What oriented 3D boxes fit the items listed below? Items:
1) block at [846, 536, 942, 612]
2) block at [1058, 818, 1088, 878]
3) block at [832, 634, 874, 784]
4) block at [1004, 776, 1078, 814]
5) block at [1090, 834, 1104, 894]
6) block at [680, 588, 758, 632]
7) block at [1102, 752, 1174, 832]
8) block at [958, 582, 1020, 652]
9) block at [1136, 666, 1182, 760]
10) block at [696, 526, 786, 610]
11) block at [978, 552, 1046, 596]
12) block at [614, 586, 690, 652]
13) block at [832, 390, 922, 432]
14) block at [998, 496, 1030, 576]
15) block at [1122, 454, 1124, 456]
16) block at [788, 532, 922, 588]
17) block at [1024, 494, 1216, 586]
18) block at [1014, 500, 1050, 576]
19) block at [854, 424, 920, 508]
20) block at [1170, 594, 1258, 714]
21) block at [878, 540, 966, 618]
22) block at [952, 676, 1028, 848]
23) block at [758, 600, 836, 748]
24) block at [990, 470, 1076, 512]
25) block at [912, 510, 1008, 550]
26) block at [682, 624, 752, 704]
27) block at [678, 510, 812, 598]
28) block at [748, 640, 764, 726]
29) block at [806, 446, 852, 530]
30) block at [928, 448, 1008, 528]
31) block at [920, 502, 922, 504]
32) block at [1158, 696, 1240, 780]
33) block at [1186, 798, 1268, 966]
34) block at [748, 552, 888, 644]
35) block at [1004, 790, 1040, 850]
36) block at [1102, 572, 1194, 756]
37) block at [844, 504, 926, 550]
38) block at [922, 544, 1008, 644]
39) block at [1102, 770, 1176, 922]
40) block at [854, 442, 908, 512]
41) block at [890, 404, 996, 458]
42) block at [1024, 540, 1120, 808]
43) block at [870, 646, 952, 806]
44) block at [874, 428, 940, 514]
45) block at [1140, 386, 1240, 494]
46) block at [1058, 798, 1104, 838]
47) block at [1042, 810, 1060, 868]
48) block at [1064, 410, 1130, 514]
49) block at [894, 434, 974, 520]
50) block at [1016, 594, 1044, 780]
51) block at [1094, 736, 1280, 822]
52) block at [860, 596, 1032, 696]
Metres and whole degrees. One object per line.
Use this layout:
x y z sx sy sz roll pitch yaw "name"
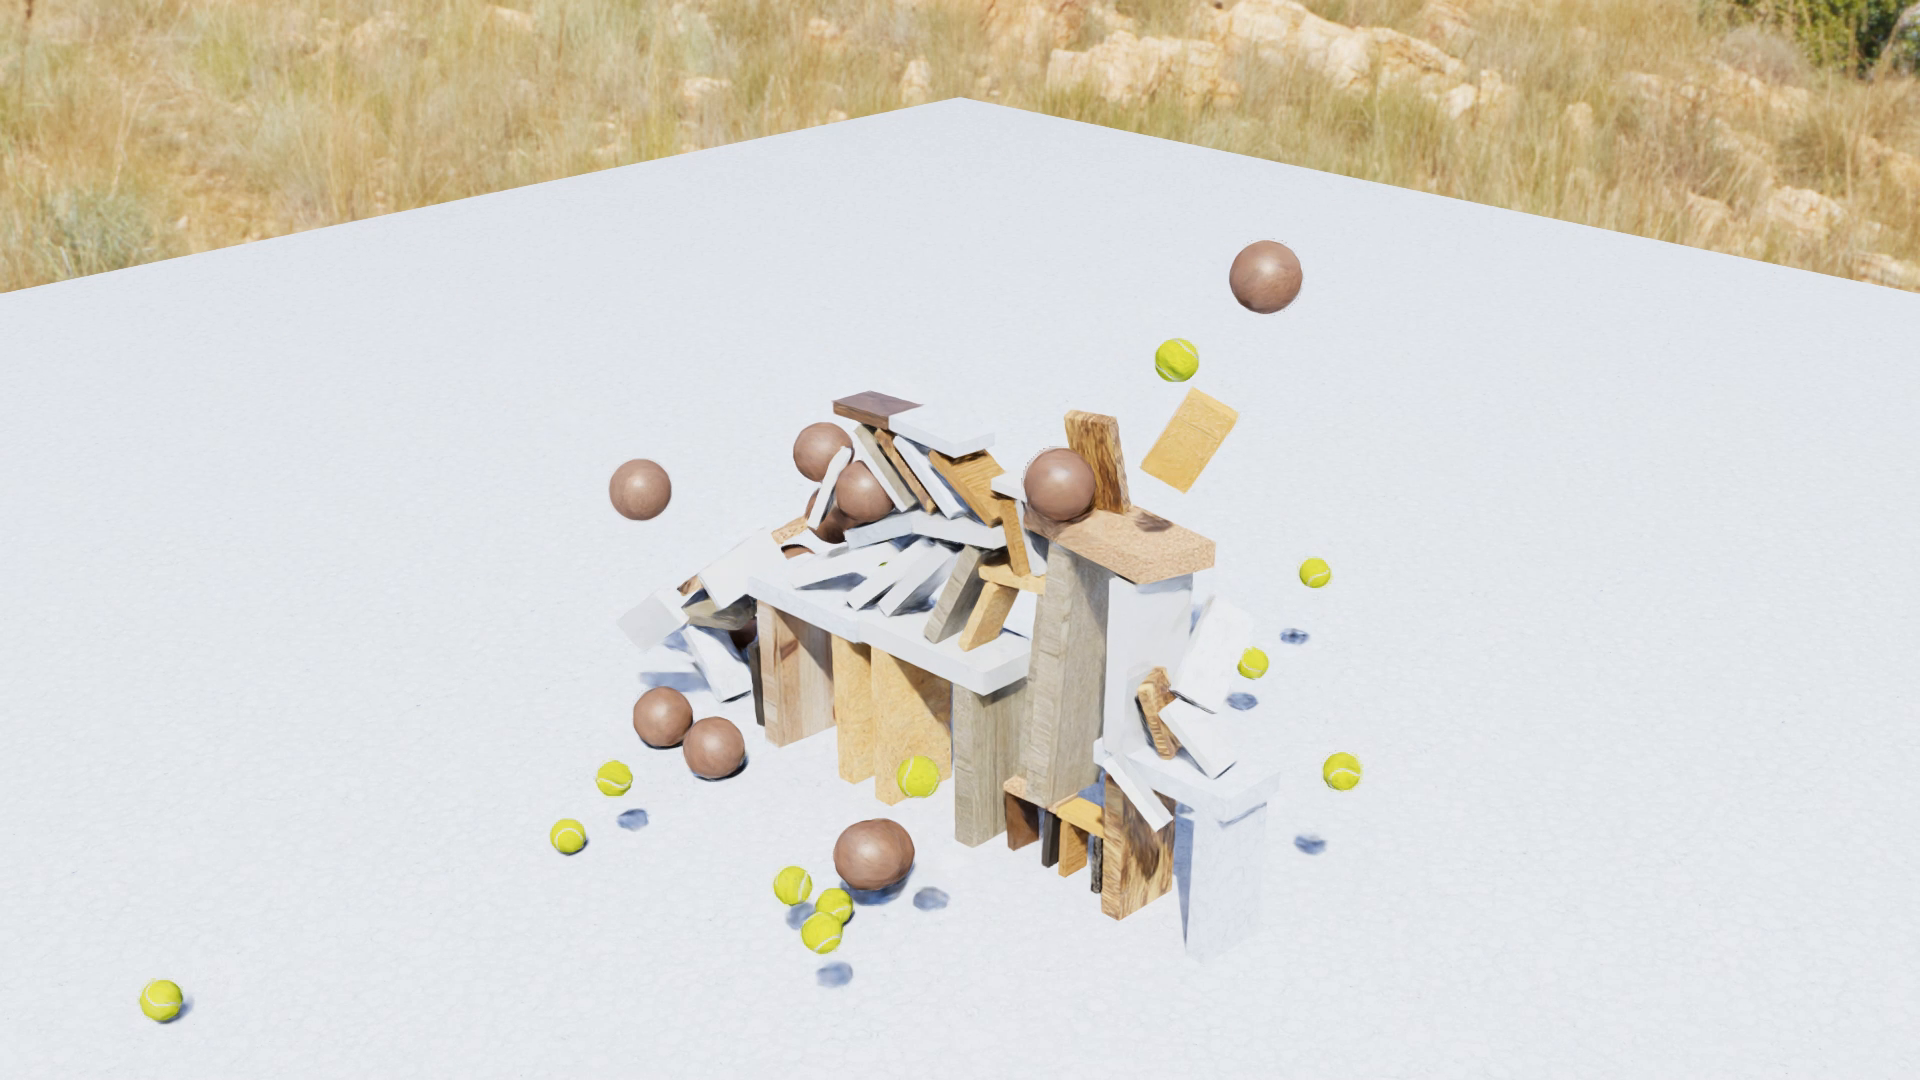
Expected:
-0.102 0.044 4.406 0.268 0.038 0.134 -37 -4 39 "block"
0.219 0.581 4.230 0.063 0.125 0.018 -21 33 -41 "block"
-0.181 0.323 4.569 0.167 0.334 0.047 -21 28 -40 "block"
0.156 0.487 4.249 0.130 0.018 0.065 21 29 36 "block"
0.279 0.605 4.175 0.063 0.125 0.018 -21 33 -41 "block"
-0.537 0.155 4.904 0.186 0.026 0.093 6 40 38 "block"
0.314 0.443 3.875 0.150 0.021 0.075 51 14 10 "block"
0.060 0.137 4.217 0.085 0.171 0.024 -21 57 -41 "block"
0.363 0.309 3.925 0.021 0.150 0.075 -1 32 37 "block"
-0.464 0.060 4.693 0.182 0.091 0.026 -37 14 -23 "block"
0.127 0.063 4.130 0.171 0.024 0.085 14 29 41 "block"
-0.656 0.170 4.674 0.182 0.091 0.026 -32 13 48 "block"
-0.157 -0.255 4.331 0.095 0.027 0.189 -19 25 -35 "block"
0.120 -0.013 4.090 0.073 0.146 0.021 -22 17 -34 "block"
0.275 -0.176 4.110 0.014 0.095 0.048 -25 57 25 "block"
-0.209 0.032 4.506 0.268 0.038 0.134 -16 8 36 "block"
0.284 -0.010 3.957 0.168 0.048 0.337 -12 25 -34 "block"
0.151 -0.014 4.084 0.073 0.146 0.021 -22 15 -35 "block"
-0.122 -0.159 4.352 0.027 0.189 0.095 -39 -7 39 "block"
0.453 0.205 3.931 0.095 0.190 0.027 30 -16 -20 "block"
-0.052 0.061 4.342 0.123 0.247 0.035 -25 76 -43 "block"
0.066 0.417 4.335 0.049 0.346 0.173 20 30 40 "block"
-0.344 0.262 4.715 0.167 0.334 0.047 -19 28 -37 "block"
0.135 -0.092 4.049 0.146 0.021 0.073 21 30 36 "block"
0.032 -0.031 4.192 0.123 0.035 0.247 -20 19 -34 "block"
-0.539 0.270 4.934 0.093 0.026 0.186 -19 73 -40 "block"
-0.468 0.030 4.848 0.350 0.026 0.091 -28 7 27 "block"
-0.409 0.305 4.802 0.093 0.186 0.026 -21 25 -41 "block"
-0.266 -0.107 4.485 0.023 0.159 0.080 25 30 4 "block"
0.039 -0.111 4.140 0.099 0.028 0.199 -20 56 -35 "block"
-0.110 -0.148 4.450 0.023 0.159 0.080 -38 -2 22 "block"
0.423 0.347 3.900 0.150 0.021 0.075 51 40 9 "block"
0.481 0.598 3.958 0.153 0.307 0.043 -21 32 -41 "block"
-0.269 0.117 4.566 0.167 0.047 0.334 -21 31 -40 "block"
0.122 0.539 4.323 0.065 0.130 0.018 -17 23 -34 "block"
0.337 0.208 3.942 0.168 0.337 0.048 -20 31 -39 "block"
-0.108 -0.040 4.412 0.134 0.038 0.268 -25 6 -33 "block"
0.021 0.087 4.243 0.035 0.247 0.123 44 42 21 "block"
0.335 0.541 4.093 0.153 0.307 0.043 -21 31 -41 "block"
-0.134 -0.137 4.365 0.023 0.159 0.080 -38 -2 39 "block"
-0.035 -0.209 4.187 0.099 0.028 0.199 -19 29 -35 "block"
0.218 0.233 4.141 0.048 0.538 0.168 22 28 37 "block"
-0.097 0.353 4.486 0.173 0.346 0.049 -21 30 -40 "block"
-0.072 -0.147 4.276 0.094 0.027 0.200 -20 66 -37 "block"
0.399 -0.173 3.837 0.095 0.190 0.027 29 41 -3 "block"
0.252 0.528 4.172 0.125 0.018 0.063 21 31 40 "block"
0.188 0.564 4.261 0.018 0.131 0.065 20 29 35 "block"
0.248 -0.141 3.957 0.095 0.190 0.027 12 40 32 "block"
-0.032 -0.134 4.224 0.099 0.028 0.199 -20 65 -36 "block"
0.161 0.267 4.203 0.024 0.417 0.086 22 33 27 "block"
0.406 0.407 3.958 0.307 0.043 0.153 21 31 41 "block"
-0.017 0.202 4.336 0.346 0.049 0.173 21 31 41 "block"
